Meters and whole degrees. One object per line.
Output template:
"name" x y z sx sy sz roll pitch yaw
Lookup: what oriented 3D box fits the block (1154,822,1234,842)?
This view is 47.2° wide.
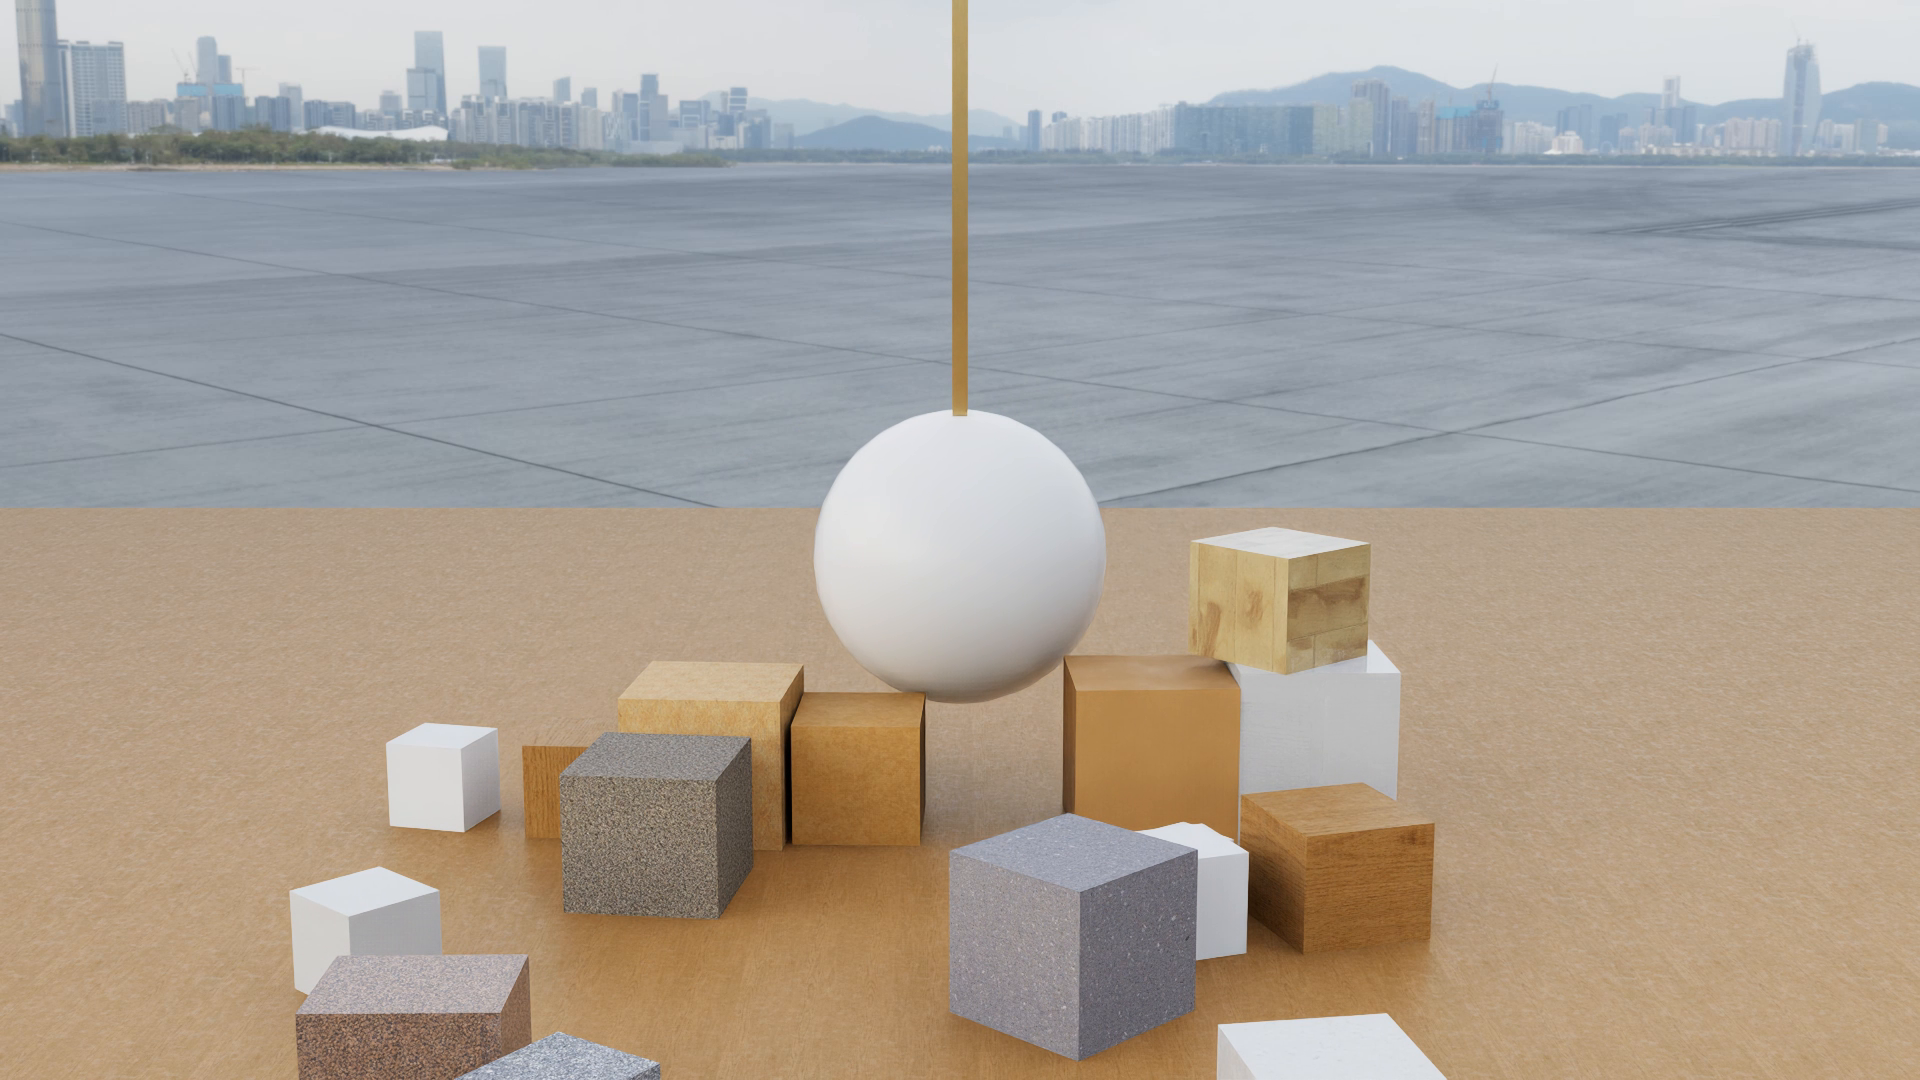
"block" 1.024 1.537 10.196 0.345 0.328 0.340 -8 13 -37

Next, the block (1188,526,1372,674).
"block" 1.639 0.299 11.300 0.645 0.586 0.653 -9 14 -41

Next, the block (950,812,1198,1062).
"block" 0.459 1.587 8.922 0.702 0.685 0.718 10 14 44

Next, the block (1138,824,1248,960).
"block" 0.936 1.561 9.697 0.513 0.459 0.441 -4 11 -20

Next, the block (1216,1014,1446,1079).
"block" 1.238 1.961 7.379 0.610 0.502 0.600 -2 10 -9

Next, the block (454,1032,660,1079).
"block" -1.313 1.985 7.198 0.464 0.518 0.488 7 12 34

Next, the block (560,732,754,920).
"block" -1.418 1.335 10.386 0.728 0.658 0.743 1 10 7

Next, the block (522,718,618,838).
"block" -1.943 1.232 11.437 0.515 0.484 0.566 1 10 3

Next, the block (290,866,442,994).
"block" -2.477 1.670 9.187 0.451 0.428 0.430 9 14 42

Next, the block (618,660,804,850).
"block" -1.266 1.100 11.372 0.814 0.767 0.808 1 10 4

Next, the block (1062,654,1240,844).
"block" 0.973 1.077 11.363 0.820 0.815 0.756 0 10 -2

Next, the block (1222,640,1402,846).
"block" 1.790 1.036 11.378 0.799 0.891 0.737 0 10 -1

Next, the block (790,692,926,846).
"block" -0.515 1.174 11.387 0.645 0.616 0.697 0 10 1

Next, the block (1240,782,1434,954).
"block" 1.694 1.474 9.955 0.627 0.538 0.656 -3 11 -18

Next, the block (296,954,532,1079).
"block" -1.869 1.843 7.614 0.678 0.650 0.532 0 10 -1

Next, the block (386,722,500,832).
"block" -2.700 1.239 11.513 0.424 0.444 0.413 3 11 15

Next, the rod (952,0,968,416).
"rod" 0.000 -3.153 10.938 0.080 5.200 0.080 0 18 0

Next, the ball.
"ball" 0.000 0.089 11.961 1.600 1.600 1.600 0 10 0
